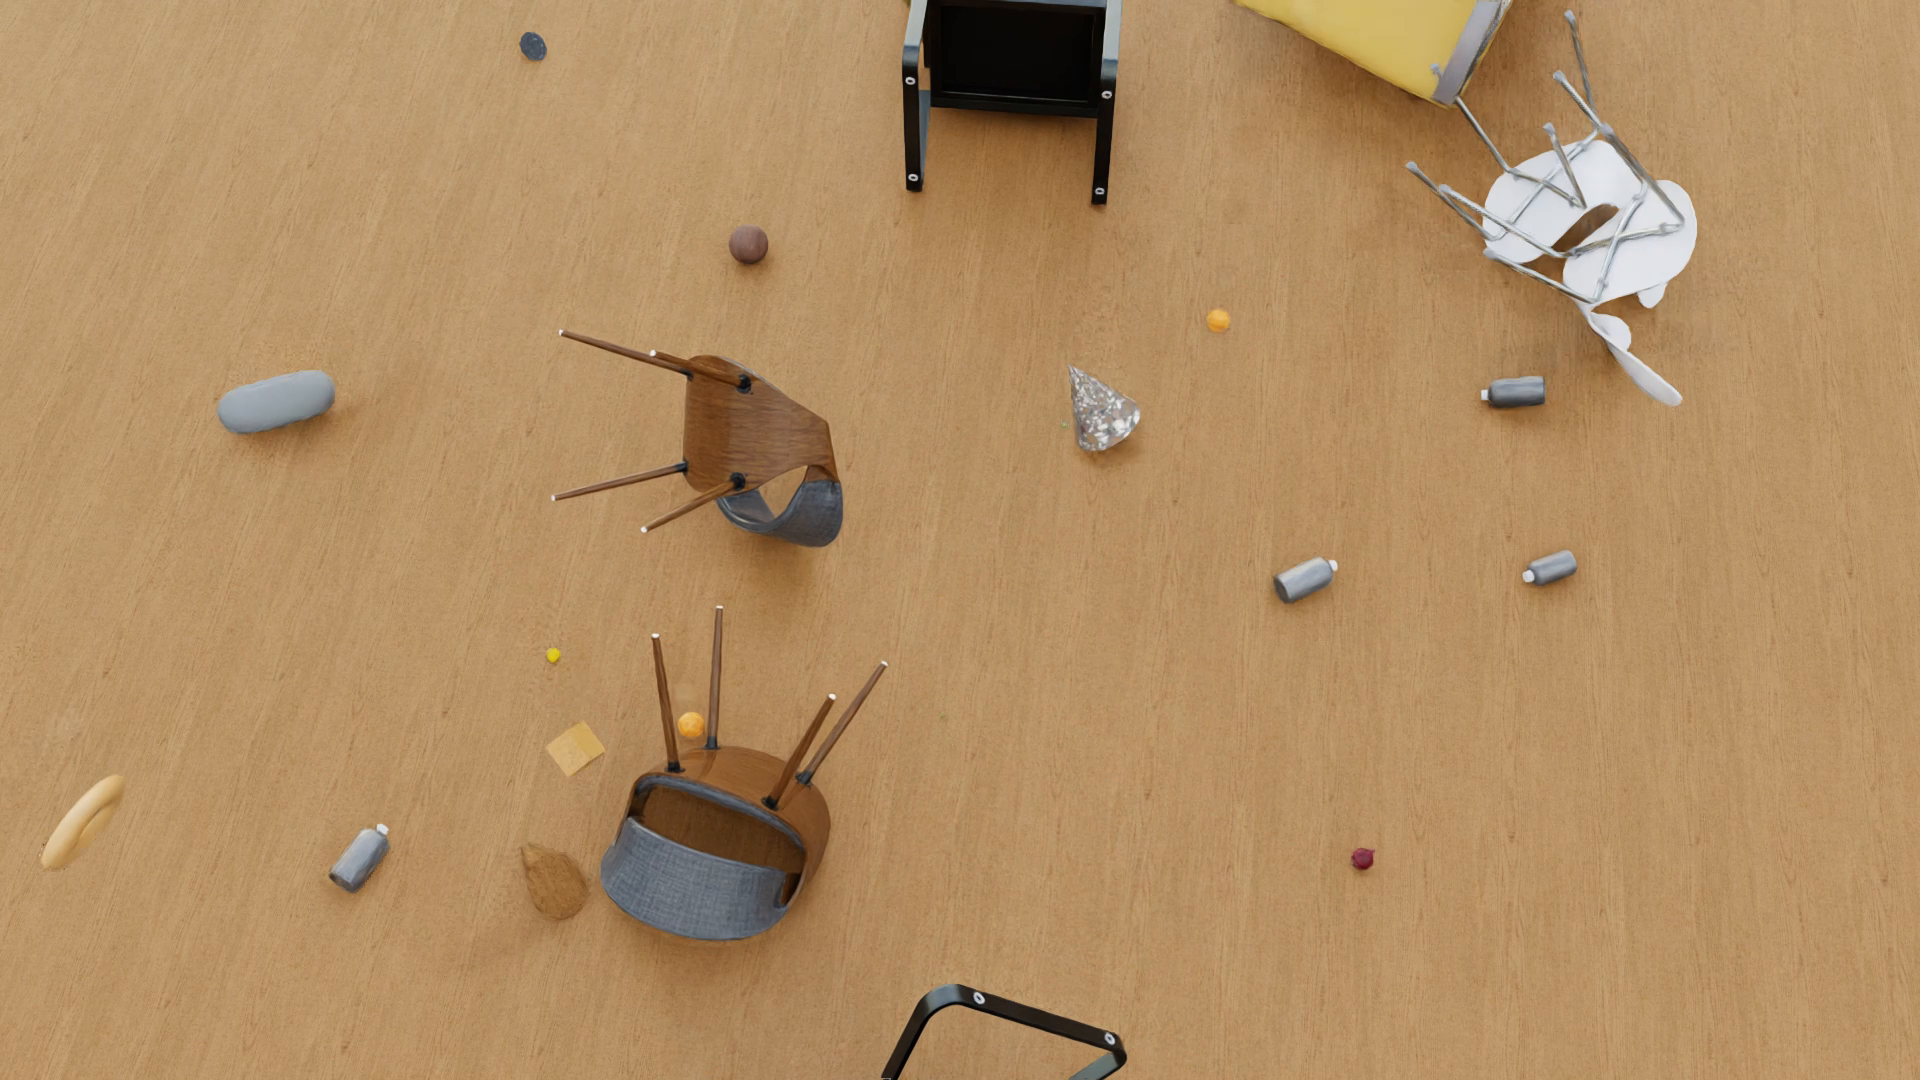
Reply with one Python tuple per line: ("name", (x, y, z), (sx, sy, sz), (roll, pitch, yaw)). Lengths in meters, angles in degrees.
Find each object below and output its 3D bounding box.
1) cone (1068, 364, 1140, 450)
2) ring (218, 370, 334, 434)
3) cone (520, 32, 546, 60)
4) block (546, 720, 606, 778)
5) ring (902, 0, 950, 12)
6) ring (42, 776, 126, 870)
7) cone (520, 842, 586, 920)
("cone", (0.388, -0.443, 6.661), (0.221, 0.276, 0.209), (-43, 38, -8))
("ring", (-2.091, -0.424, 6.734), (0.356, 0.132, 0.220), (-18, 15, -19))
("cone", (-1.510, -1.711, 7.681), (0.096, 0.094, 0.103), (-47, 111, -28))
("block", (-1.051, 0.571, 6.015), (0.085, 0.105, 0.103), (-37, 89, 18))
("ring", (-0.059, -2.018, 7.734), (0.178, 0.350, 0.406), (51, 51, -1))
("ring", (-2.129, 0.685, 5.350), (0.053, 0.165, 0.350), (25, 30, -2))
("cone", (-1.136, 0.874, 5.925), (0.153, 0.228, 0.249), (-34, 38, -18))
